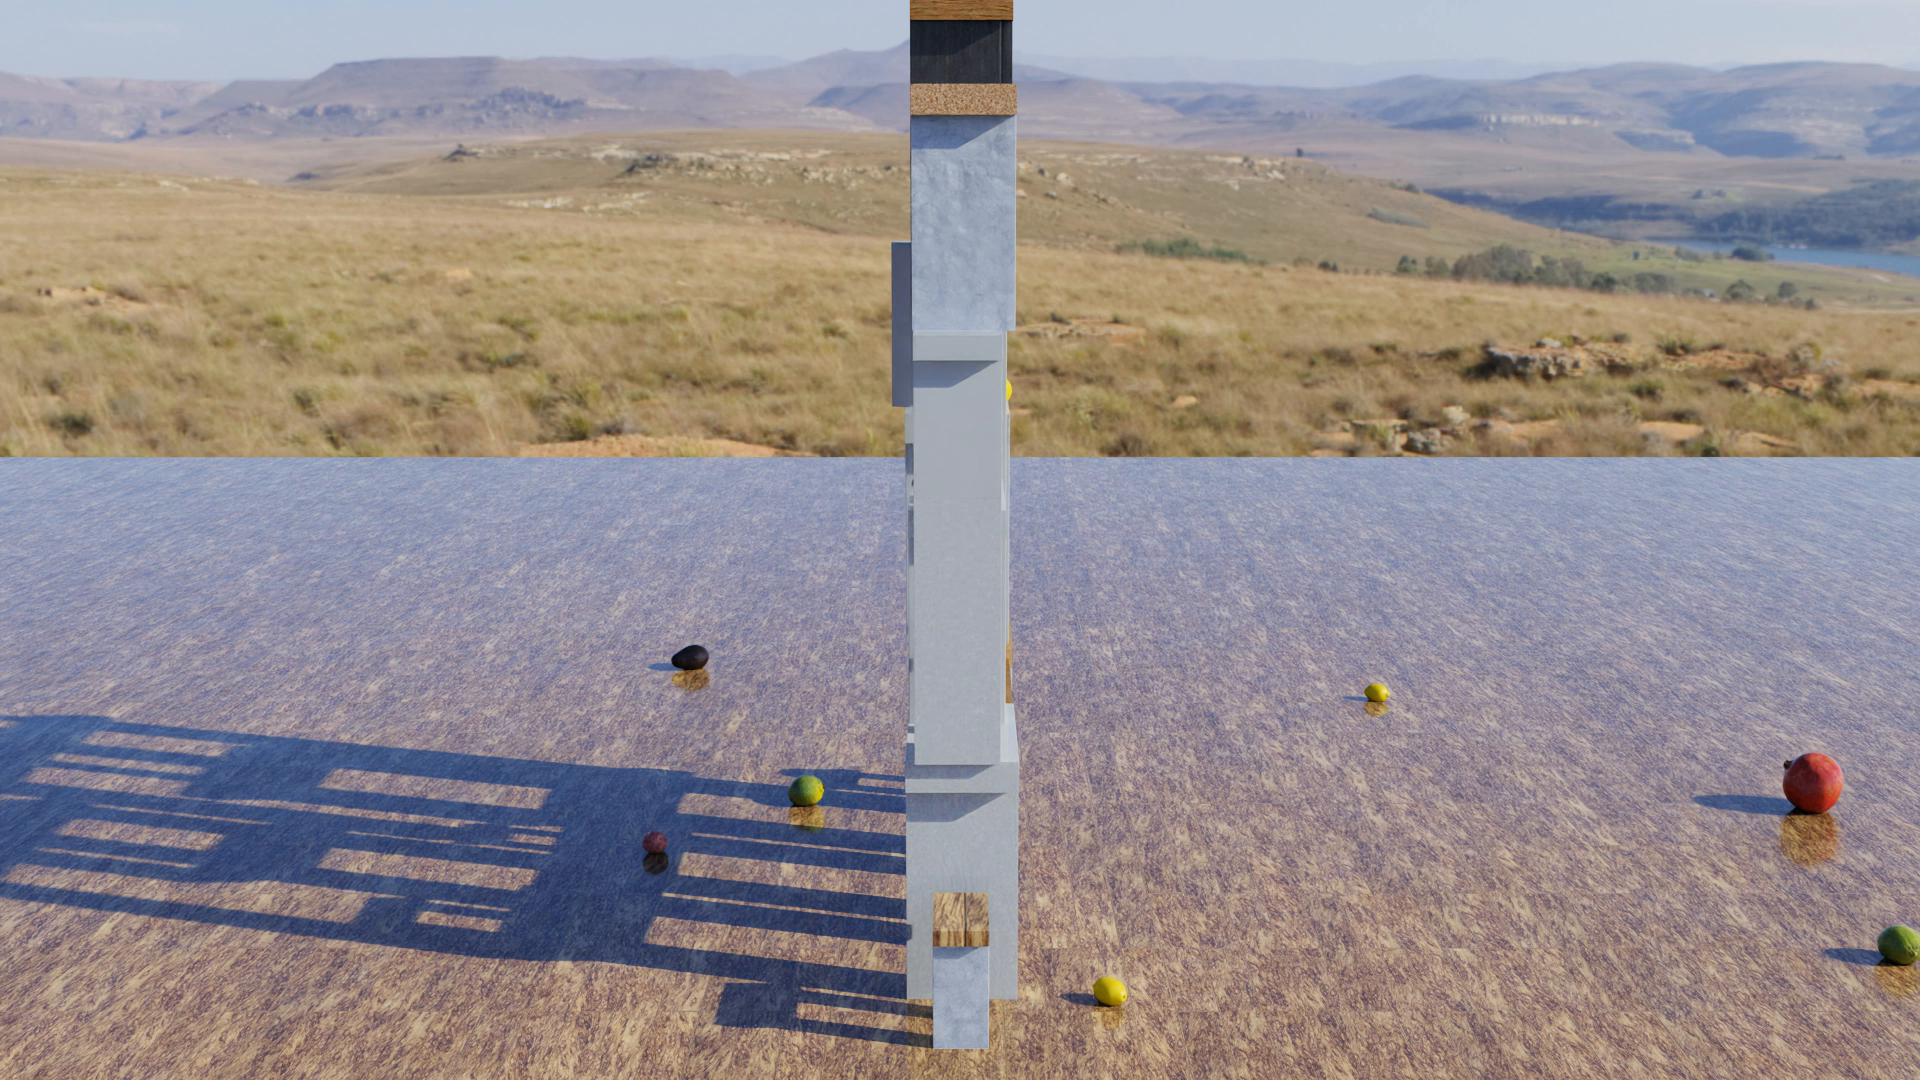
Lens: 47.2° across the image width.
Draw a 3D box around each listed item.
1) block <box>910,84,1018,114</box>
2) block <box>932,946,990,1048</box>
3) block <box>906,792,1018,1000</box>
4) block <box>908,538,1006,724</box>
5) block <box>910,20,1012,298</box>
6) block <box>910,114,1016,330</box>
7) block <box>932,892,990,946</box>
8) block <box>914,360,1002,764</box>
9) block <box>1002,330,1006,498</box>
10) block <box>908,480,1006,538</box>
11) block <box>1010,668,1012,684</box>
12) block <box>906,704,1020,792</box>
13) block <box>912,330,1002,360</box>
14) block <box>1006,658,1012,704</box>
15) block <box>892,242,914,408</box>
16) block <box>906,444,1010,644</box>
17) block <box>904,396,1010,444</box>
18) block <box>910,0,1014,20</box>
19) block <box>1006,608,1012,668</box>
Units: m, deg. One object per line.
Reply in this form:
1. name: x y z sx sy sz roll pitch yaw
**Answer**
1. block: 0.004 -0.619 3.096 0.143 0.041 0.286 0 11 0
2. block: 0.001 0.627 3.045 0.077 0.155 0.022 0 11 0
3. block: 0.003 0.510 3.215 0.162 0.324 0.046 0 11 0
4. block: -0.004 0.131 3.319 0.145 0.291 0.041 0 11 0
5. block: 0.002 -0.562 3.308 0.152 0.425 0.043 0 11 0
6. block: 0.005 -0.437 3.032 0.143 0.293 0.041 0 11 0
7. block: 0.001 0.531 3.080 0.077 0.022 0.155 0 11 0
8. block: -0.003 0.032 3.073 0.121 0.575 0.034 0 11 0
9. block: 0.005 -0.183 3.550 0.138 0.574 0.039 0 11 -1
10. block: -0.004 -0.050 3.384 0.145 0.041 0.291 0 11 0
11. block: 0.003 0.379 3.858 0.173 0.346 0.049 0 11 0
12. block: 0.003 0.308 3.287 0.162 0.046 0.324 0 11 0
13. block: -0.003 -0.282 3.097 0.122 0.034 0.243 0 11 0
14. block: 0.004 0.254 3.609 0.159 0.045 0.319 0 11 0
15. block: -0.043 -0.362 3.700 0.138 0.276 0.039 3 11 15
16. block: -0.004 0.000 3.726 0.174 0.347 0.049 0 11 0
17. block: -0.004 -0.216 3.804 0.174 0.049 0.347 0 11 0
18. block: 0.002 -0.810 3.364 0.152 0.043 0.303 0 11 0
19. block: 0.003 0.163 3.935 0.173 0.049 0.347 0 11 0
